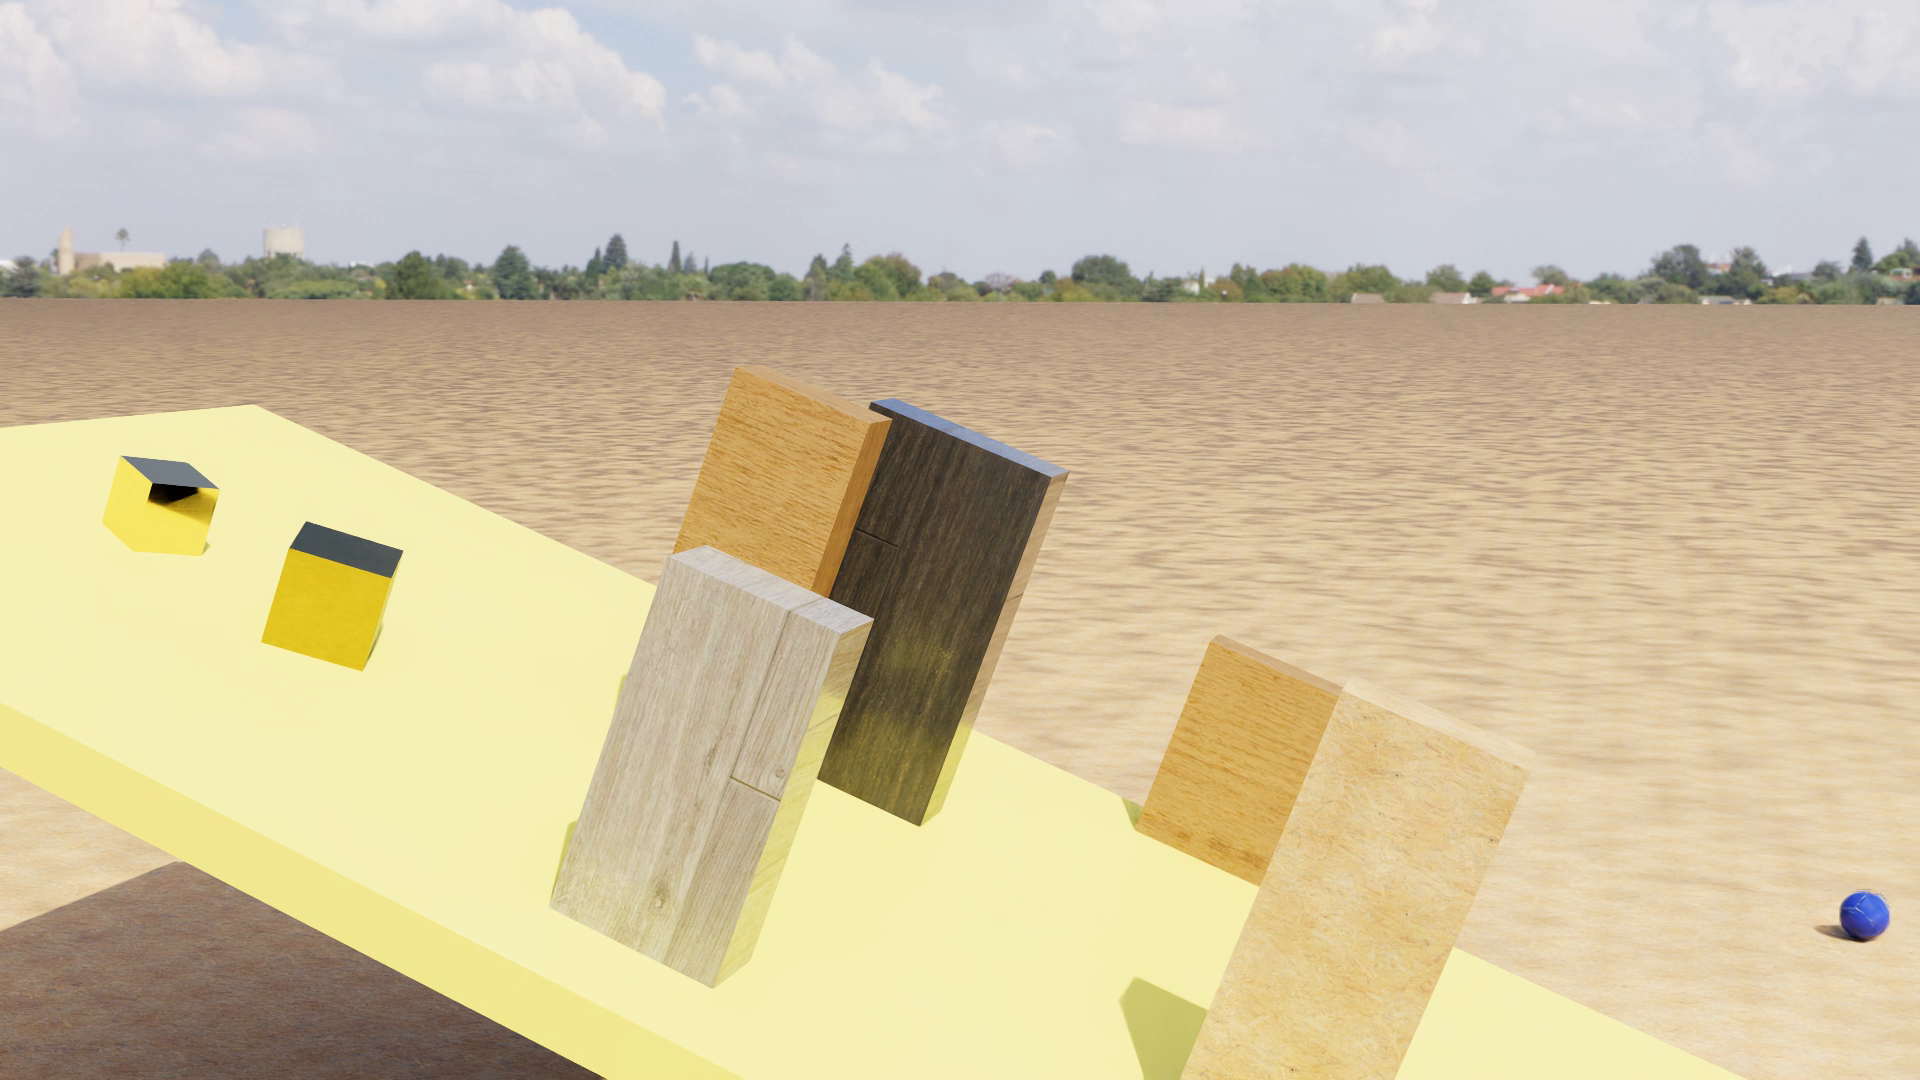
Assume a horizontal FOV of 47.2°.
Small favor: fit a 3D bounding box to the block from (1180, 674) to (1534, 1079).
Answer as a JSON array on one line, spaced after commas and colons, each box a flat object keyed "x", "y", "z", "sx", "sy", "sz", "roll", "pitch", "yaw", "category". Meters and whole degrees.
[{"x": 0.603, "y": 0.630, "z": 3.447, "sx": 0.300, "sy": 0.770, "sz": 0.141, "roll": 23, "pitch": 13, "yaw": 13, "category": "block"}]

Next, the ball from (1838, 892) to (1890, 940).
[{"x": 2.520, "y": 1.047, "z": 6.128, "sx": 0.134, "sy": 0.134, "sz": 0.134, "roll": 0, "pitch": 7, "yaw": 0, "category": "ball"}]

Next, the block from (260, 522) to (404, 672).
[{"x": -1.194, "y": 0.106, "z": 4.192, "sx": 0.192, "sy": 0.192, "sz": 0.192, "roll": 18, "pitch": 13, "yaw": -12, "category": "block"}]

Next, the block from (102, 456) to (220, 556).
[{"x": -1.599, "y": -0.068, "z": 4.400, "sx": 0.146, "sy": 0.146, "sz": 0.146, "roll": 31, "pitch": 16, "yaw": 39, "category": "block"}]

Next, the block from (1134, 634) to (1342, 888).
[{"x": 0.633, "y": 0.491, "z": 4.809, "sx": 0.348, "sy": 0.460, "sz": 0.105, "roll": 23, "pitch": 13, "yaw": 13, "category": "block"}]

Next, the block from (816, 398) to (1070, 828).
[{"x": -0.107, "y": 0.143, "z": 4.426, "sx": 0.394, "sy": 0.759, "sz": 0.140, "roll": 23, "pitch": 13, "yaw": 13, "category": "block"}]

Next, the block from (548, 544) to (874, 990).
[{"x": -0.392, "y": 0.352, "z": 3.443, "sx": 0.300, "sy": 0.607, "sz": 0.148, "roll": 23, "pitch": 13, "yaw": 13, "category": "block"}]

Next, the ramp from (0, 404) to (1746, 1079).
[{"x": -0.323, "y": 0.584, "z": 4.205, "sx": 4.000, "sy": 0.100, "sz": 2.000, "roll": 23, "pitch": 13, "yaw": 13, "category": "ramp"}]

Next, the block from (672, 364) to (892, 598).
[{"x": -0.401, "y": 0.088, "z": 4.142, "sx": 0.278, "sy": 0.783, "sz": 0.127, "roll": 23, "pitch": 13, "yaw": 13, "category": "block"}]
